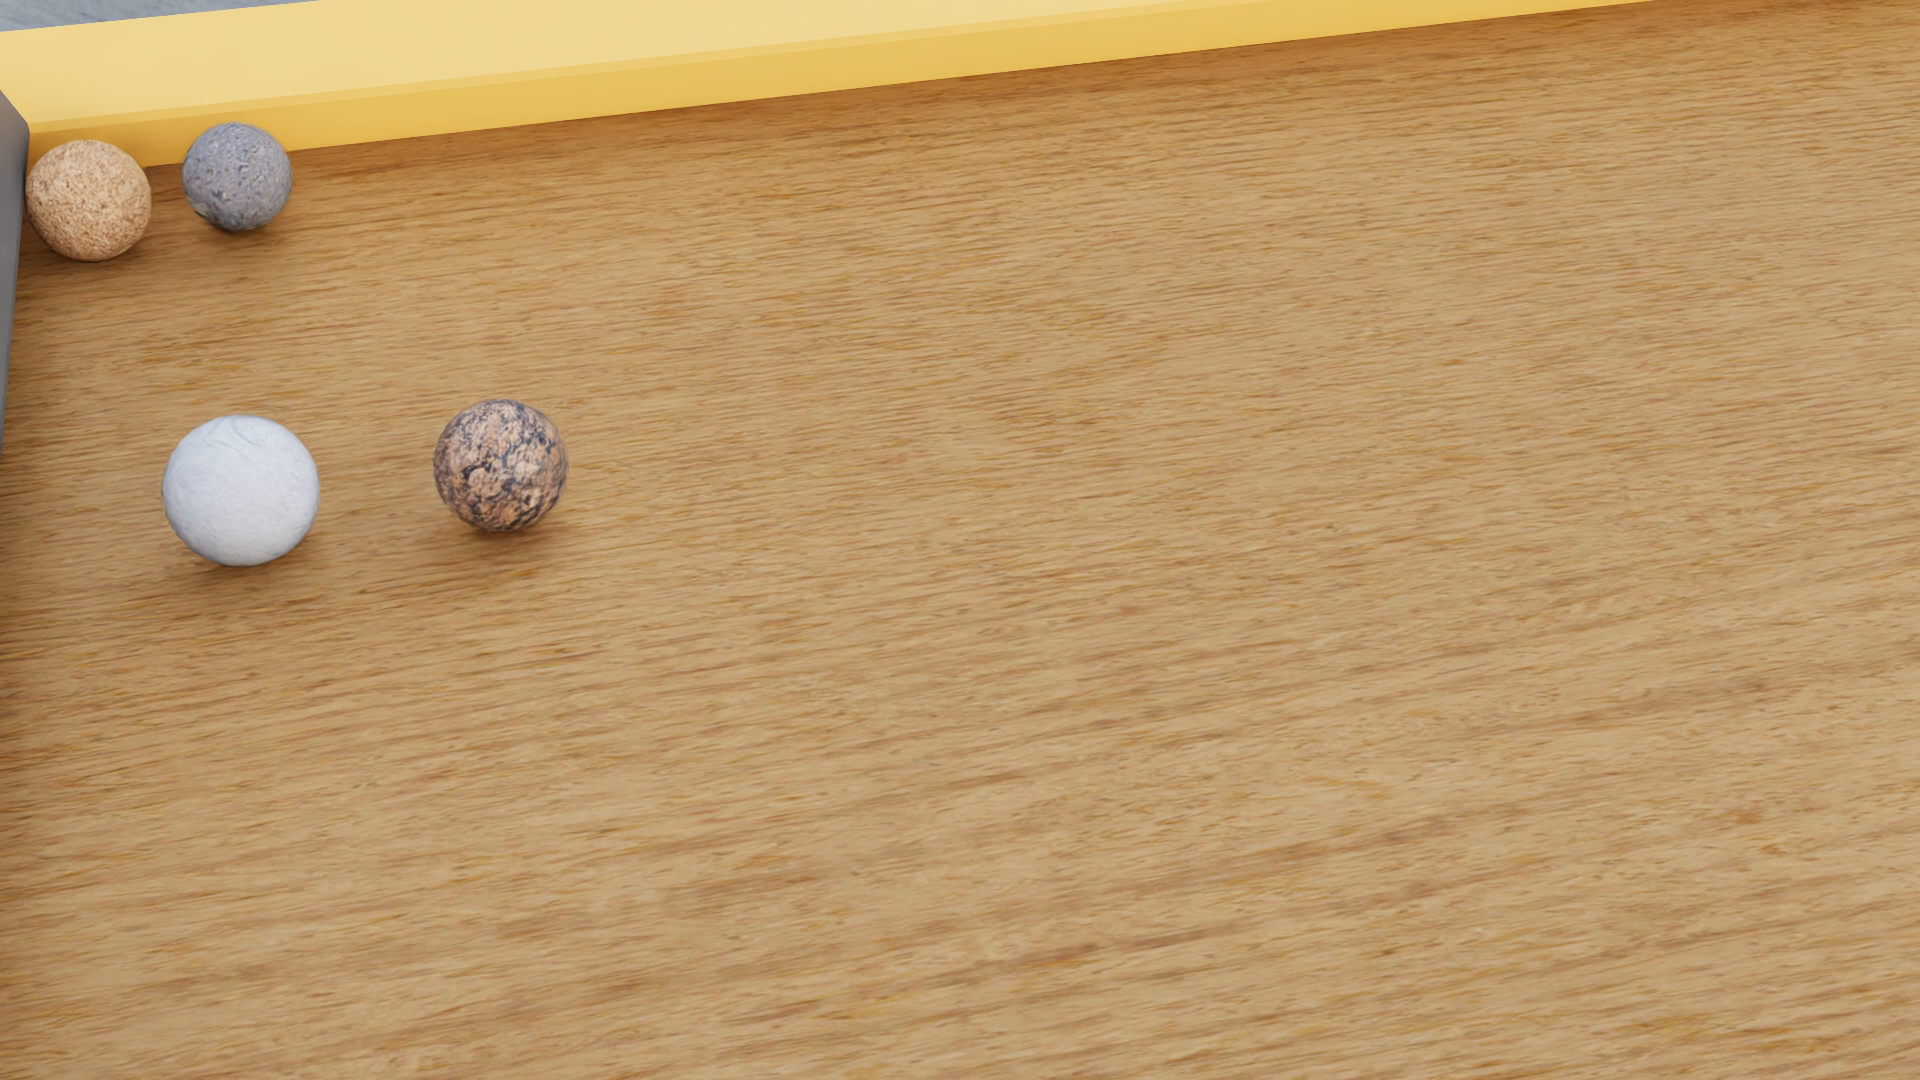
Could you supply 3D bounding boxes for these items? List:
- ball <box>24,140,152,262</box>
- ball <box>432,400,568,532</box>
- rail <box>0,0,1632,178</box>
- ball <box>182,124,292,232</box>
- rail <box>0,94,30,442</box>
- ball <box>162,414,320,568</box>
[{"bbox_3d":[-0.677,-0.264,1.993,0.094,0.094,0.094,0,35,0],"label":"ball"},{"bbox_3d":[-0.304,-0.049,1.695,0.088,0.088,0.088,0,35,0],"label":"ball"},{"bbox_3d":[0.435,-0.517,2.319,2.541,0.129,0.045,-8,36,-12],"label":"rail"},{"bbox_3d":[-0.573,-0.287,2.034,0.084,0.084,0.084,0,35,0],"label":"ball"},{"bbox_3d":[-0.592,0.068,1.492,0.045,0.129,1.501,-8,36,-12],"label":"rail"},{"bbox_3d":[-0.465,-0.032,1.661,0.099,0.099,0.099,0,35,0],"label":"ball"}]
